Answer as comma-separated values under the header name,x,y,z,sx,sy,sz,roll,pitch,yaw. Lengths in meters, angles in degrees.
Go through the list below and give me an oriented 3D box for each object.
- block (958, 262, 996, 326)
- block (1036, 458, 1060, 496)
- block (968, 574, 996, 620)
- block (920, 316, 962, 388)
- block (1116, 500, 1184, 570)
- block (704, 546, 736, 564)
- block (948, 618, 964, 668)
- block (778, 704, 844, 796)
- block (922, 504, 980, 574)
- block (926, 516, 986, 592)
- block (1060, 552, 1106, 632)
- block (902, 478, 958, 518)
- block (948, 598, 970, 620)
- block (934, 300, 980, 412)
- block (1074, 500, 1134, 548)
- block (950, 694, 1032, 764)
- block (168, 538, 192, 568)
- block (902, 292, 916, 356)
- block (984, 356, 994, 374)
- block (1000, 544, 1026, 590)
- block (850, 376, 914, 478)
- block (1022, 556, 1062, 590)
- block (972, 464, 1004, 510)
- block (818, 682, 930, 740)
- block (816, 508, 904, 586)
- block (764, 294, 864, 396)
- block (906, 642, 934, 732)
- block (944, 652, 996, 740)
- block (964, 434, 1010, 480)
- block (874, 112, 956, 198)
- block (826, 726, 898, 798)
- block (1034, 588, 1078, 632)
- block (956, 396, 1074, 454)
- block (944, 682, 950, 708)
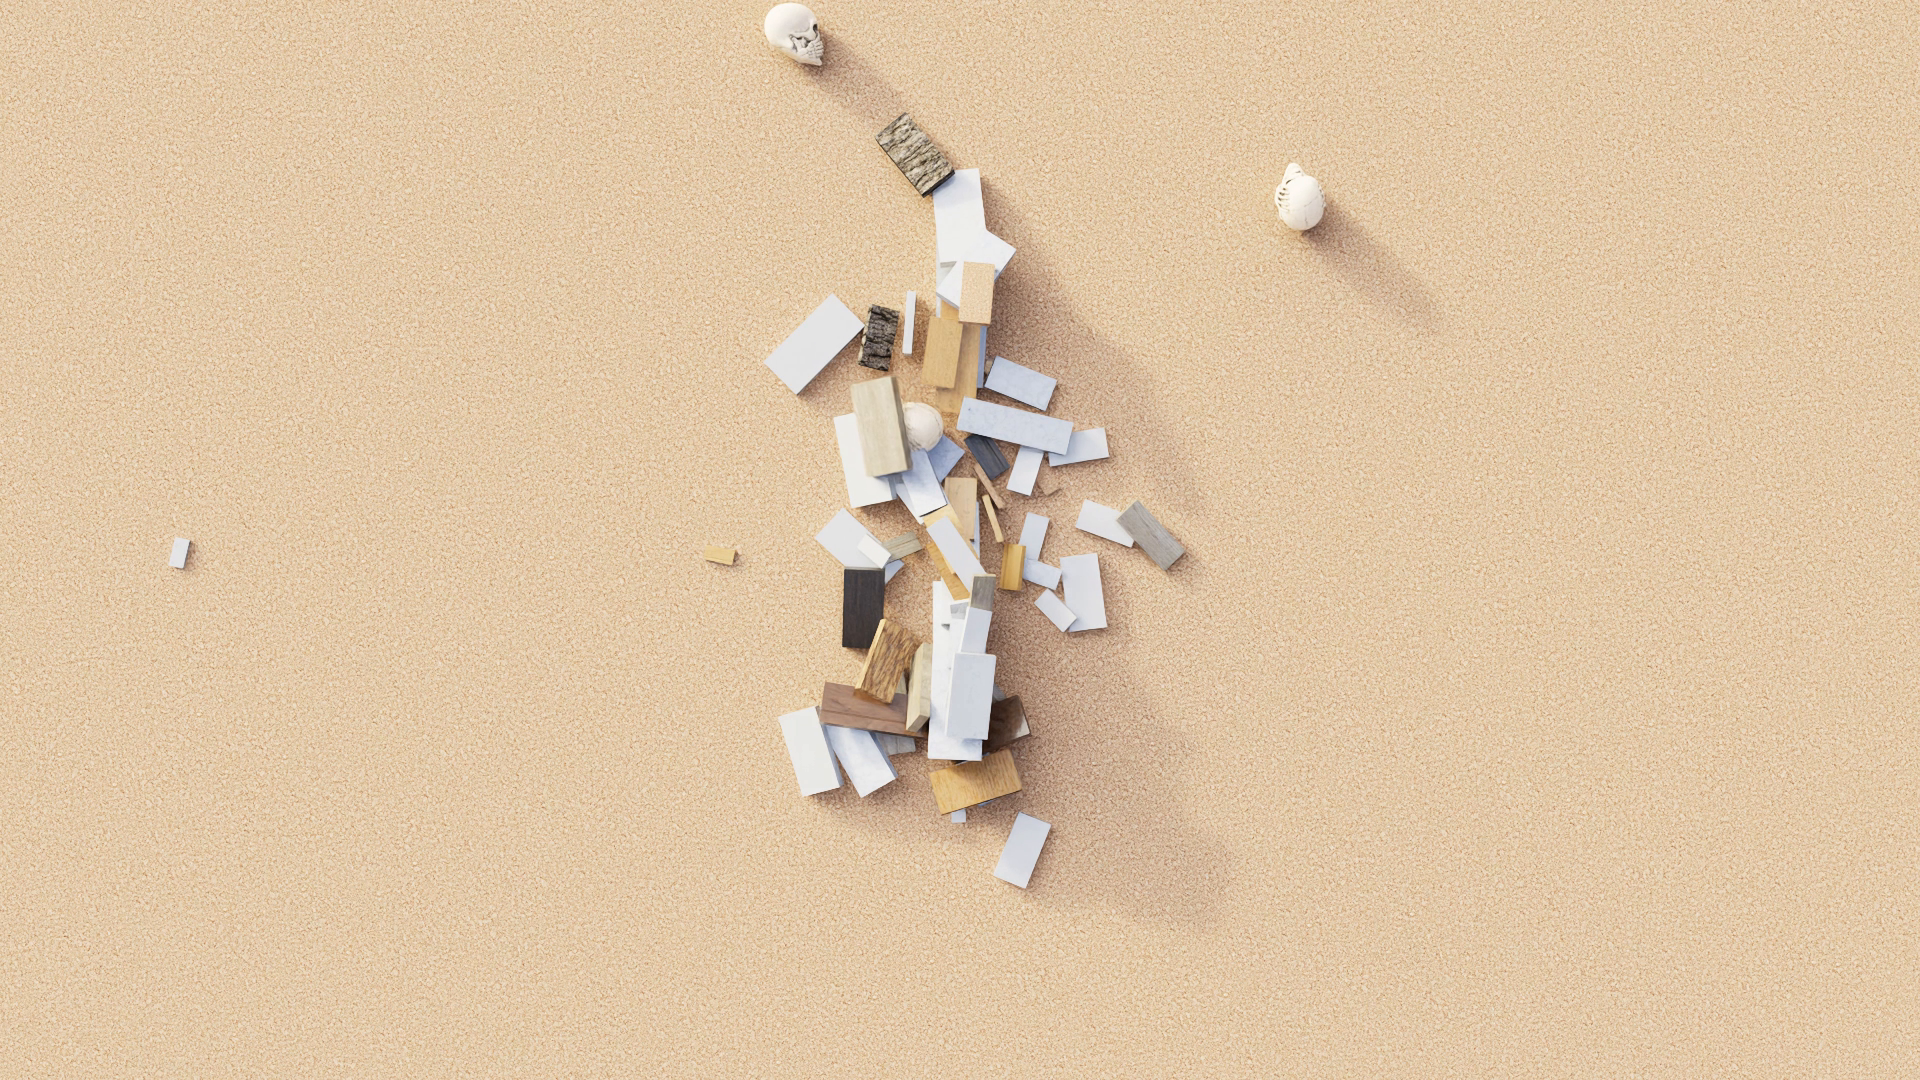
name,x,y,z,sx,sy,sz,roll,pitch,yaw
block,0.054,-0.790,5.295,0.102,0.029,0.203,5,77,0
block,0.280,-0.209,5.492,0.057,0.016,0.113,-32,90,0
block,0.070,0.183,5.302,0.075,0.021,0.150,1,109,-16
block,-0.059,-0.612,5.377,0.109,0.031,0.219,8,102,-2
block,0.629,-0.016,5.465,0.099,0.028,0.237,-44,98,-4
block,-0.801,0.050,5.493,0.096,0.014,0.048,12,90,0
block,0.003,0.334,5.304,0.079,0.022,0.157,4,84,-2
block,-0.493,0.697,5.459,0.138,0.039,0.276,-17,90,19
block,-0.029,-0.004,5.338,0.102,0.029,0.203,-28,90,-1
block,-0.002,0.051,5.310,0.080,0.023,0.264,-34,93,-1
block,0.409,0.173,5.482,0.124,0.035,0.247,-8,90,0
block,-0.098,-0.139,5.396,0.102,0.029,0.203,-29,78,8
block,0.014,0.271,5.348,0.080,0.023,0.159,-10,112,-5
block,-0.005,-0.616,5.411,0.134,0.038,0.393,4,103,-1
block,0.492,-0.056,5.486,0.197,0.028,0.099,20,90,0
block,0.085,0.623,5.418,0.277,0.039,0.139,-22,65,9
block,-2.598,0.043,5.493,0.048,0.014,0.096,14,90,0
block,-0.166,-0.713,5.449,0.029,0.102,0.203,4,90,0
block,0.141,-0.569,5.492,0.113,0.016,0.057,17,90,0
block,0.175,0.089,5.468,0.075,0.021,0.150,7,90,39
block,-0.255,-0.367,5.364,0.153,0.043,0.306,-10,90,27
block,0.264,0.110,5.472,0.138,0.020,0.069,20,110,6
block,0.094,-0.177,5.459,0.023,0.081,0.163,-32,90,0
block,-0.257,0.564,5.412,0.399,0.038,0.134,9,70,-6
block,-0.333,0.036,5.480,0.276,0.039,0.138,43,90,0
block,-0.482,-0.649,5.478,0.153,0.043,0.323,45,90,0
block,-0.131,0.480,5.375,0.035,0.124,0.264,13,56,-17
block,0.033,0.494,5.248,0.134,0.038,0.267,6,93,-9
block,0.090,-0.288,5.488,0.081,0.023,0.163,-34,90,0
block,-0.150,-1.272,5.449,0.134,0.038,0.267,-38,76,0
block,-0.334,0.696,5.453,0.139,0.039,0.277,-31,86,16
block,0.318,0.233,5.467,0.138,0.020,0.069,45,106,12
block,0.181,-0.376,5.431,0.371,0.031,0.109,13,95,-7
block,0.004,0.466,5.272,0.079,0.022,0.157,13,92,-10
